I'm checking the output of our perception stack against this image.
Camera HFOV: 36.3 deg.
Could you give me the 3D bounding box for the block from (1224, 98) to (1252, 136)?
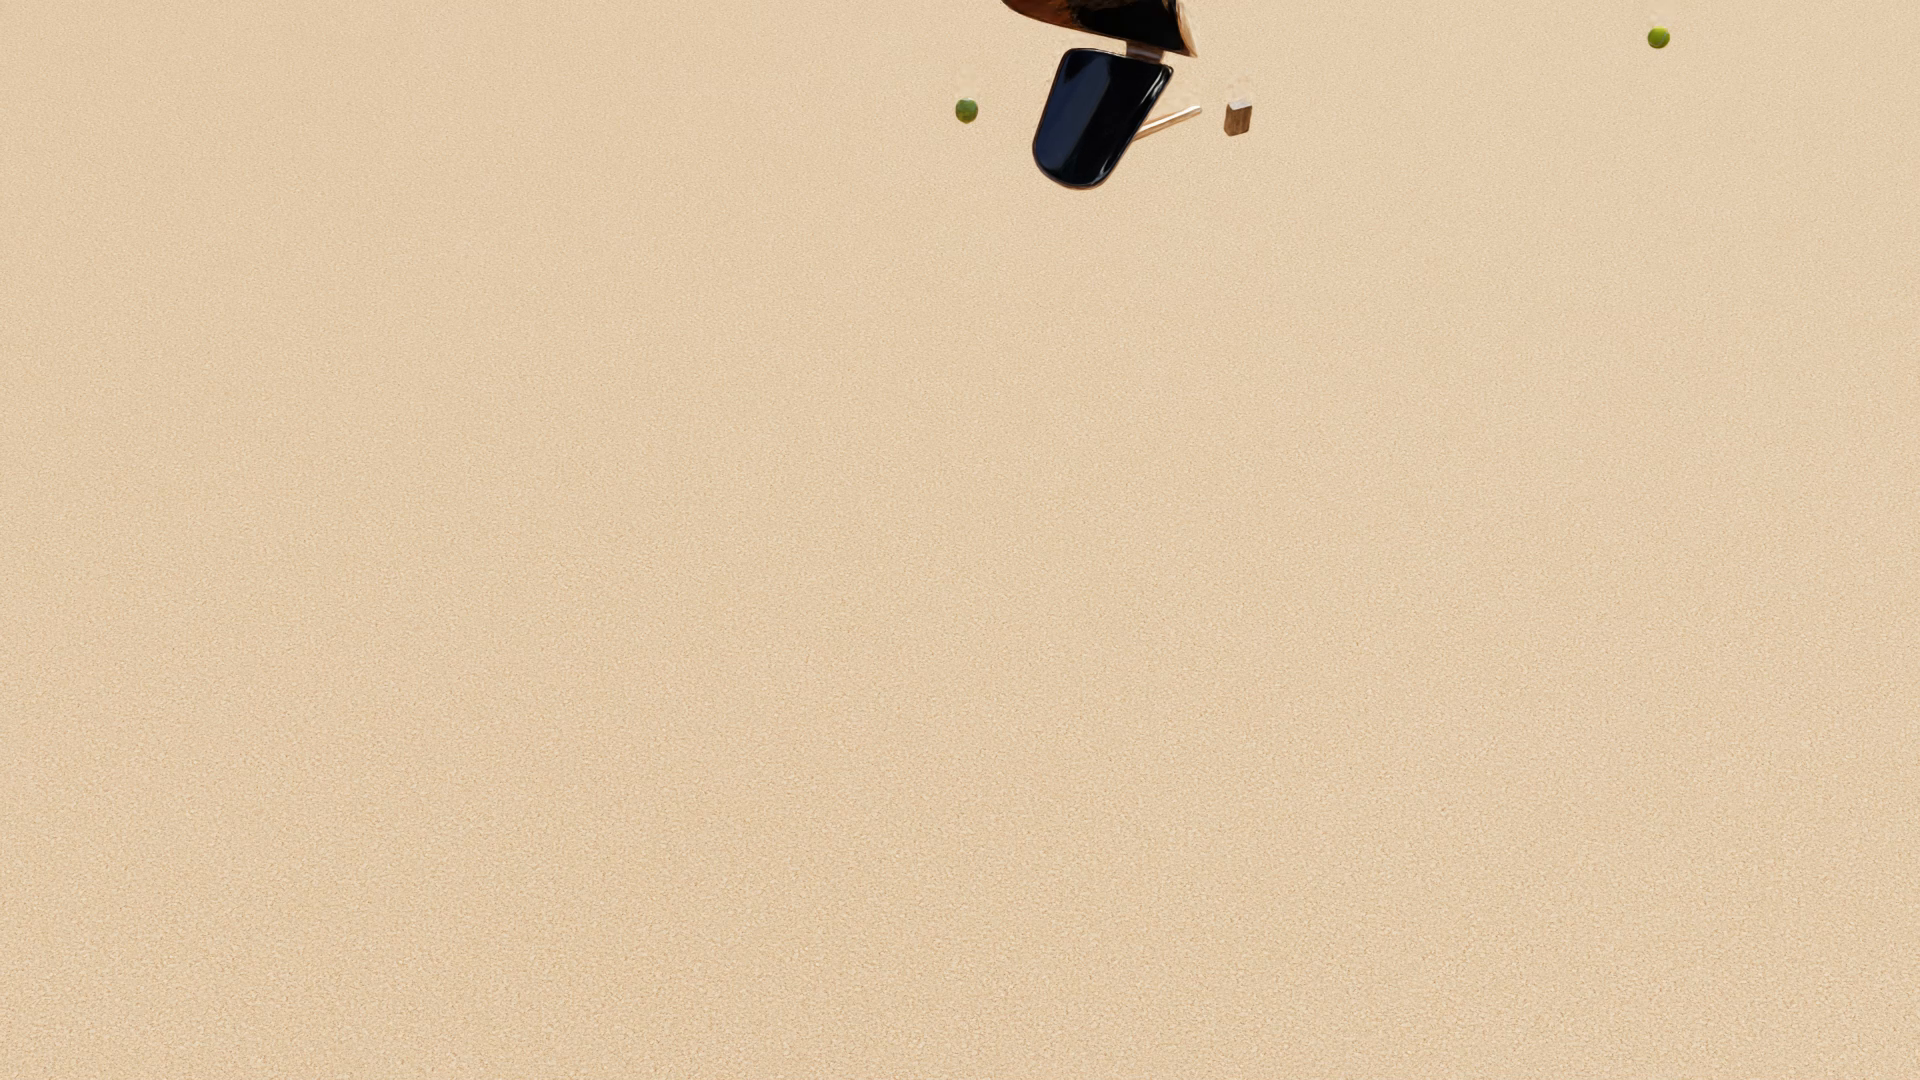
[{"bbox_3d":[0.832,-1.265,8.779,0.066,0.102,0.038,-17,50,-19],"label":"block"}]
